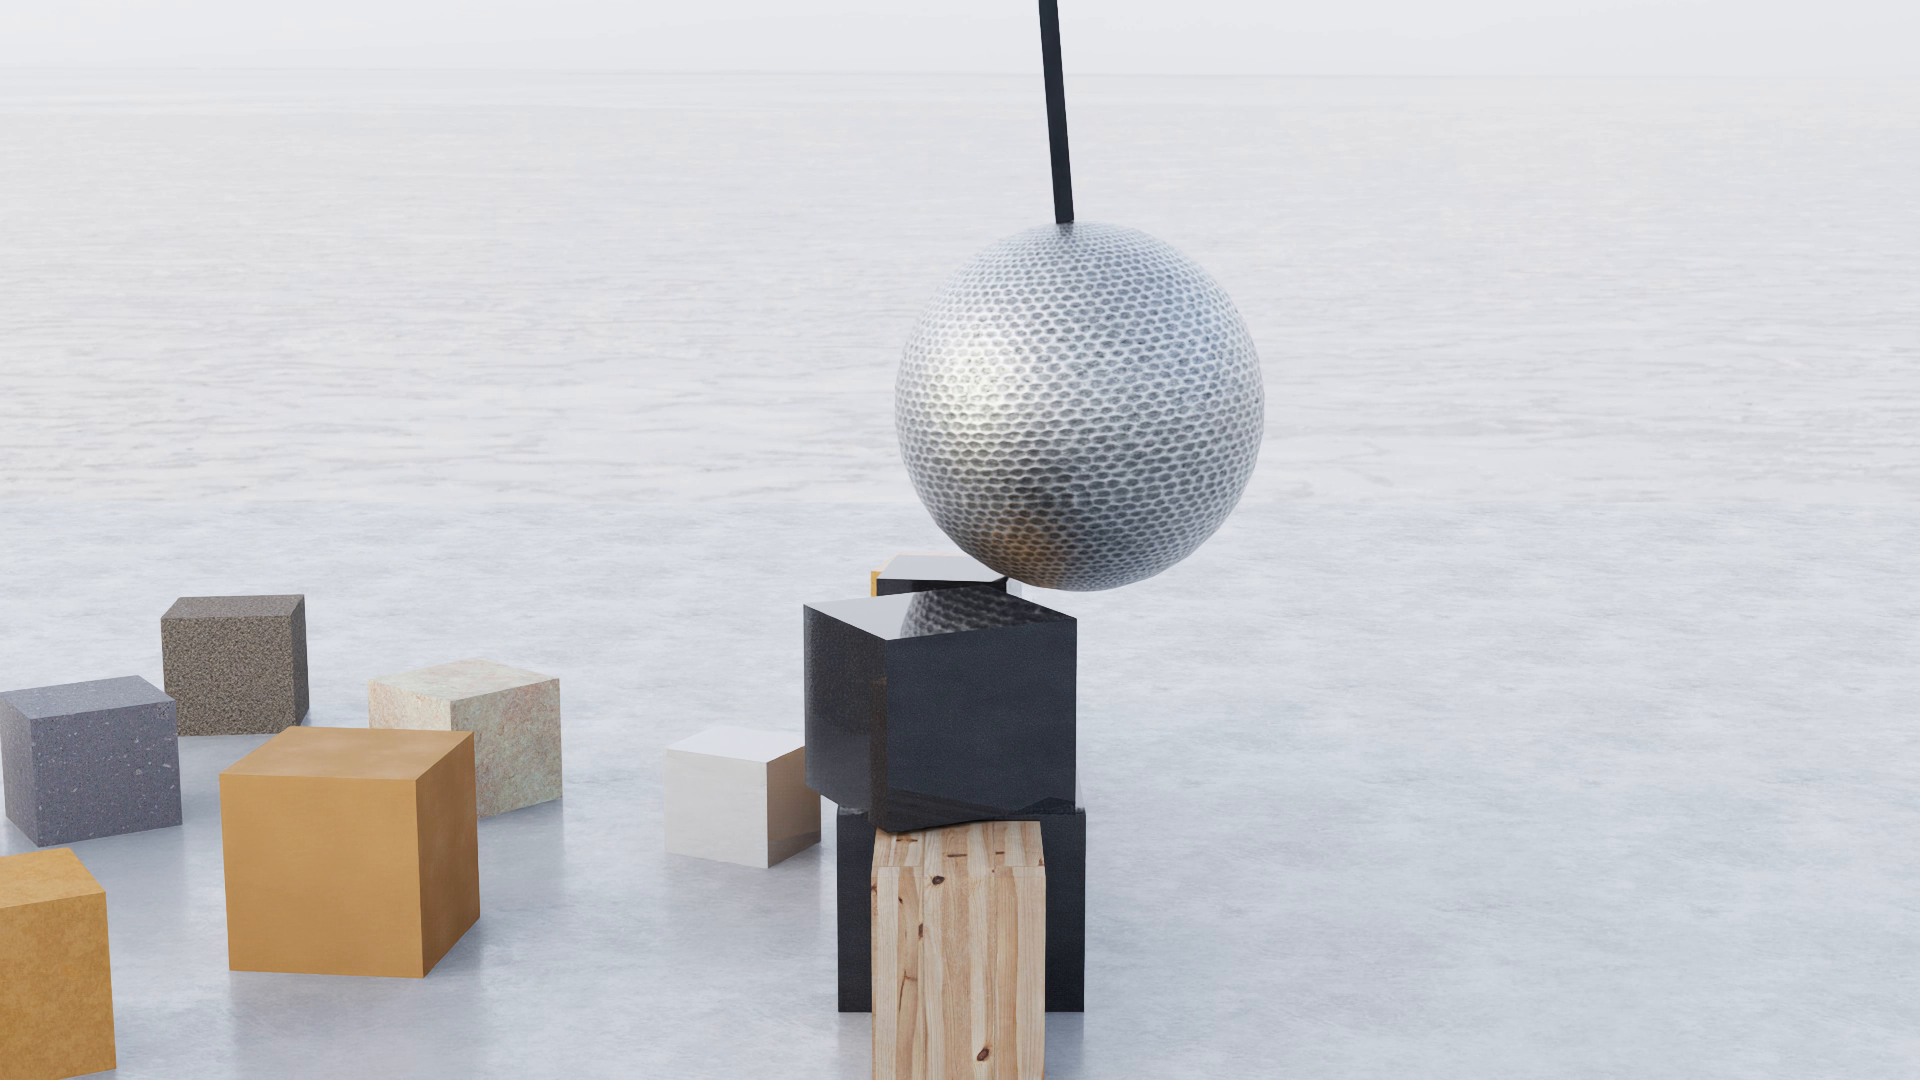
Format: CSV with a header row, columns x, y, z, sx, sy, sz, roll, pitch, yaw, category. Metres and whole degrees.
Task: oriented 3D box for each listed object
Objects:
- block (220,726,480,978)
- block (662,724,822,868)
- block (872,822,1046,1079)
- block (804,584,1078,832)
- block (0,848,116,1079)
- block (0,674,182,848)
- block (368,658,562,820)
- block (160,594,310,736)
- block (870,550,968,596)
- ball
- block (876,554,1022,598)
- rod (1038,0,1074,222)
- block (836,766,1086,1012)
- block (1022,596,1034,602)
x,y,z,sx,sy,sz,roll,pitch,yaw,category
-2.460,1.252,10.427,0.792,0.806,0.755,1,10,6,block
-0.996,1.169,11.764,0.551,0.491,0.474,5,12,27,block
-0.006,1.481,9.315,0.607,0.753,0.676,0,10,0,block
-0.082,0.624,9.787,0.795,0.721,0.719,-5,12,-28,block
-3.454,1.547,9.214,0.653,0.659,0.622,-6,12,-30,block
-4.128,1.037,12.169,0.662,0.607,0.618,-7,12,-33,block
-2.418,0.971,12.547,0.667,0.601,0.650,9,14,42,block
-3.952,0.678,14.021,0.676,0.649,0.574,-1,10,-7,block
-0.090,0.380,12.716,0.569,0.540,0.560,3,11,14,block
0.515,-0.575,11.076,1.600,1.600,1.600,0,10,0,ball
-0.042,0.396,11.444,0.572,0.553,0.567,1,10,8,block
0.223,-3.908,10.470,0.080,5.200,0.080,-5,10,1,rod
0.002,1.327,10.100,0.933,0.775,0.907,0,10,0,block
-0.003,0.726,13.492,0.739,0.745,0.749,1,10,5,block
